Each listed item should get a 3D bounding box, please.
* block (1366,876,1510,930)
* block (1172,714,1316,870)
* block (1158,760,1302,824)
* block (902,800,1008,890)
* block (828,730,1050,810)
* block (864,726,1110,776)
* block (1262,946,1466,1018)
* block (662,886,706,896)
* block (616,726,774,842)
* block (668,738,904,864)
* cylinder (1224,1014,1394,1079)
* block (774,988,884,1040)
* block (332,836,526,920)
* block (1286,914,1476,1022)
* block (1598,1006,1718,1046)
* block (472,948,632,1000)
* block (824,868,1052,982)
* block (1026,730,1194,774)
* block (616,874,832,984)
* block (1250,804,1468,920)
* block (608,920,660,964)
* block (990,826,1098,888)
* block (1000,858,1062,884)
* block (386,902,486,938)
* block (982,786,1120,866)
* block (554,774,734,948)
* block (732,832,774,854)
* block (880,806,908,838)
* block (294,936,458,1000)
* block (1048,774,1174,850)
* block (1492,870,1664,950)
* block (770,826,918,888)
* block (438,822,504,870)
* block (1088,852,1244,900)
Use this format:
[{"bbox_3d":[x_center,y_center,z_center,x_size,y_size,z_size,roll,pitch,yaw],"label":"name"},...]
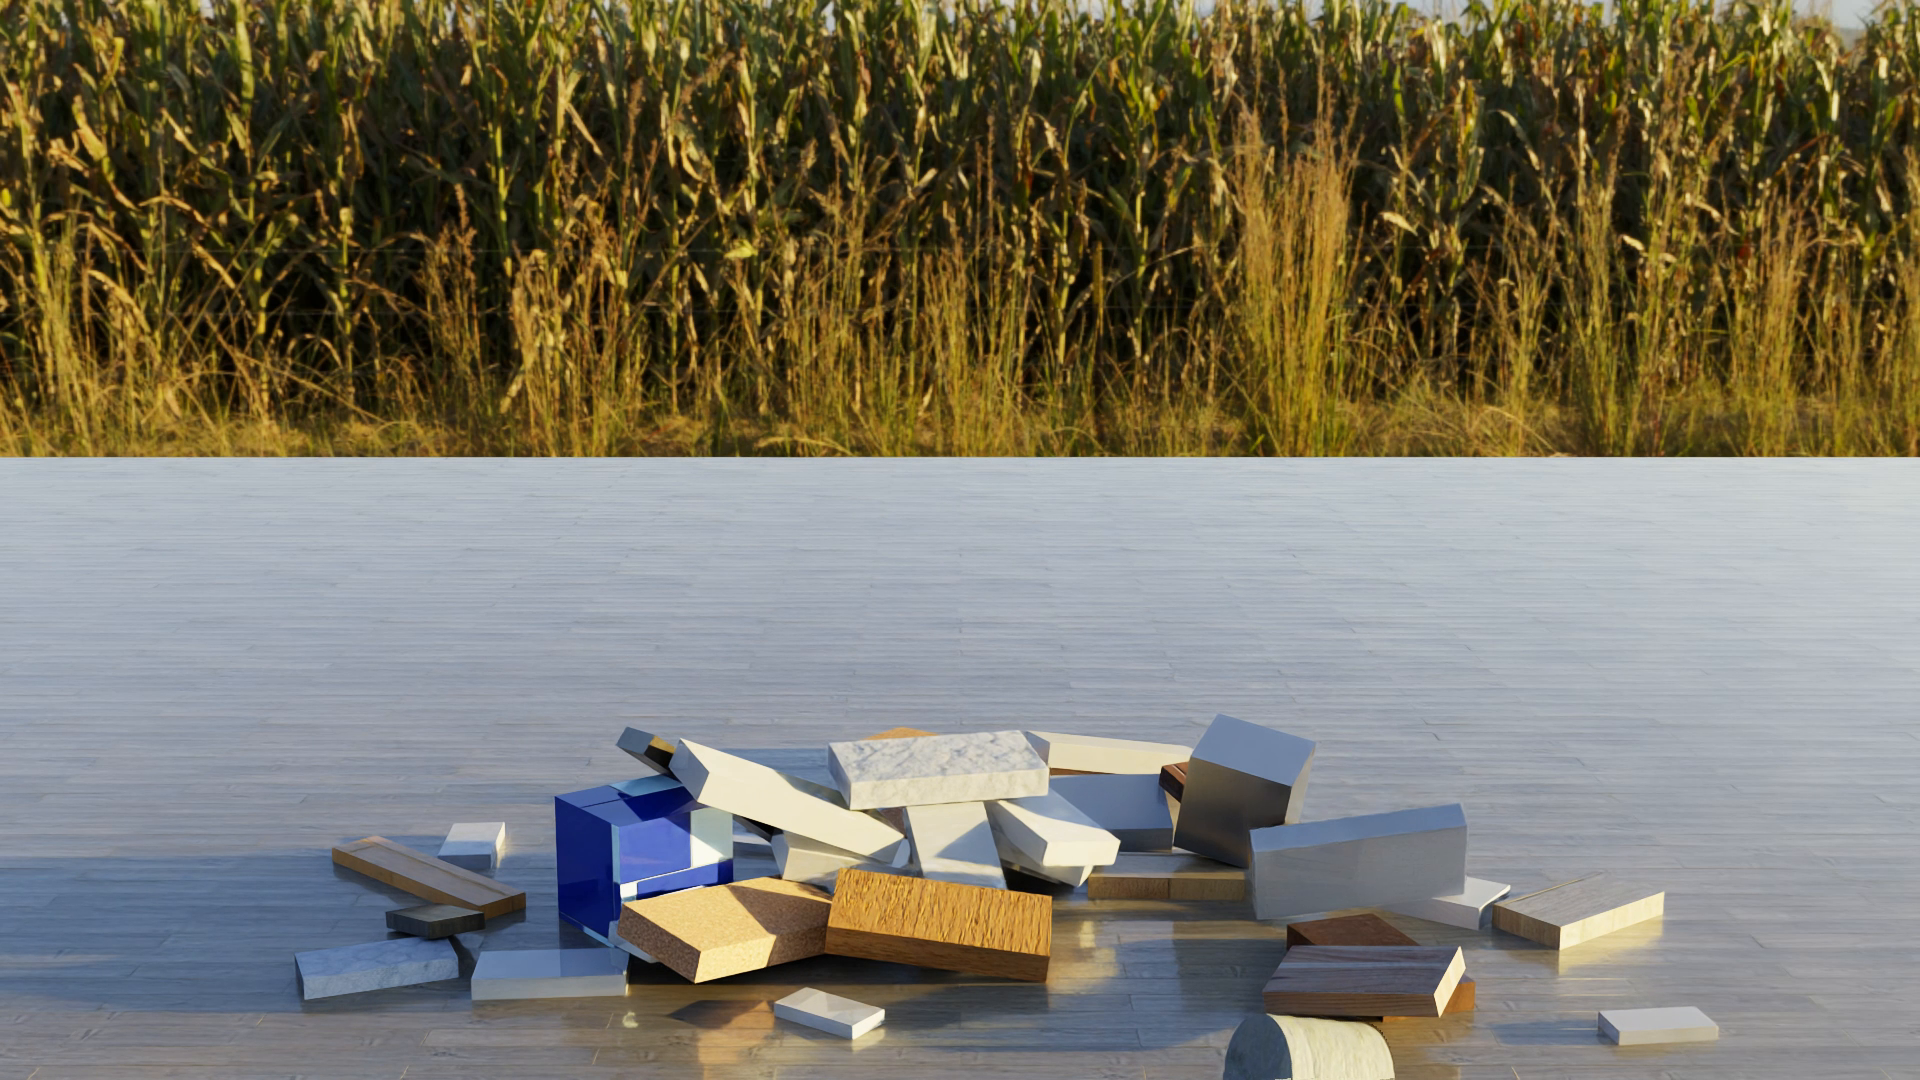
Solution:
[{"bbox_3d":[0.753,0.580,3.623,0.265,0.037,0.132,7,13,34],"label":"block"},{"bbox_3d":[0.484,0.431,3.737,0.176,0.176,0.176,16,25,17],"label":"block"},{"bbox_3d":[0.500,0.487,3.882,0.132,0.037,0.333,-6,28,-30],"label":"block"},{"bbox_3d":[-0.003,0.527,3.525,0.129,0.037,0.258,-2,45,-15],"label":"block"},{"bbox_3d":[-0.038,0.381,3.656,0.334,0.047,0.167,-2,18,-16],"label":"block"},{"bbox_3d":[0.075,0.454,4.273,0.627,0.047,0.166,8,13,37],"label":"block"},{"bbox_3d":[0.577,0.630,3.147,0.258,0.037,0.129,-6,18,32],"label":"block"},{"bbox_3d":[-0.437,0.563,3.390,0.015,0.052,0.104,47,24,22],"label":"block"},{"bbox_3d":[-0.386,0.438,3.693,0.404,0.037,0.129,37,-15,-25],"label":"block"},{"bbox_3d":[-0.280,0.420,3.541,0.352,0.050,0.176,22,4,-25],"label":"block"},{"bbox_3d":[0.433,0.671,2.733,0.151,0.151,0.151,11,5,-25],"label":"cylinder"},{"bbox_3d":[-0.187,0.677,3.147,0.144,0.020,0.072,7,13,35],"label":"block"},{"bbox_3d":[-0.902,0.568,3.716,0.436,0.025,0.090,10,14,42],"label":"block"},{"bbox_3d":[0.626,0.637,3.297,0.149,0.042,0.299,-4,11,-19],"label":"block"},{"bbox_3d":[0.984,0.685,3.102,0.144,0.020,0.072,-1,11,-7],"label":"block"},{"bbox_3d":[-0.607,0.646,3.280,0.224,0.032,0.112,-1,11,-5],"label":"block"},{"bbox_3d":[-0.030,0.586,3.354,0.334,0.047,0.167,8,23,0],"label":"block"},{"bbox_3d":[0.307,0.419,4.263,0.332,0.047,0.166,7,1,-14],"label":"block"},{"bbox_3d":[-0.328,0.586,3.348,0.176,0.050,0.352,22,14,38],"label":"block"},{"bbox_3d":[0.634,0.513,3.504,0.334,0.167,0.047,-8,41,2],"label":"block"},{"bbox_3d":[-0.417,0.608,3.390,0.224,0.032,0.112,2,8,-44],"label":"block"},{"bbox_3d":[0.085,0.488,3.687,0.299,0.042,0.149,19,14,14],"label":"block"},{"bbox_3d":[0.061,0.516,3.753,0.258,0.037,0.129,17,7,9],"label":"block"},{"bbox_3d":[-0.825,0.597,3.453,0.090,0.025,0.180,-4,0,-36],"label":"block"},{"bbox_3d":[0.117,0.456,3.671,0.149,0.042,0.299,5,17,-36],"label":"block"},{"bbox_3d":[-0.505,0.513,3.522,0.205,0.205,0.205,-8,13,-38],"label":"block"},{"bbox_3d":[-0.364,0.538,3.909,0.104,0.015,0.052,4,11,19],"label":"block"},{"bbox_3d":[-0.068,0.510,3.999,0.129,0.037,0.258,7,13,34],"label":"block"},{"bbox_3d":[-0.878,0.640,3.311,0.224,0.032,0.112,-4,11,-22],"label":"block"},{"bbox_3d":[0.205,0.489,3.944,0.332,0.047,0.166,-1,29,-4],"label":"block"},{"bbox_3d":[0.996,0.594,3.543,0.265,0.037,0.132,-8,13,-37],"label":"block"},{"bbox_3d":[-0.125,0.533,3.611,0.352,0.050,0.176,12,8,-13],"label":"block"},{"bbox_3d":[-0.860,0.538,3.877,0.090,0.026,0.180,-1,11,-4],"label":"block"},{"bbox_3d":[0.345,0.565,3.703,0.258,0.037,0.129,1,11,3],"label":"block"}]
